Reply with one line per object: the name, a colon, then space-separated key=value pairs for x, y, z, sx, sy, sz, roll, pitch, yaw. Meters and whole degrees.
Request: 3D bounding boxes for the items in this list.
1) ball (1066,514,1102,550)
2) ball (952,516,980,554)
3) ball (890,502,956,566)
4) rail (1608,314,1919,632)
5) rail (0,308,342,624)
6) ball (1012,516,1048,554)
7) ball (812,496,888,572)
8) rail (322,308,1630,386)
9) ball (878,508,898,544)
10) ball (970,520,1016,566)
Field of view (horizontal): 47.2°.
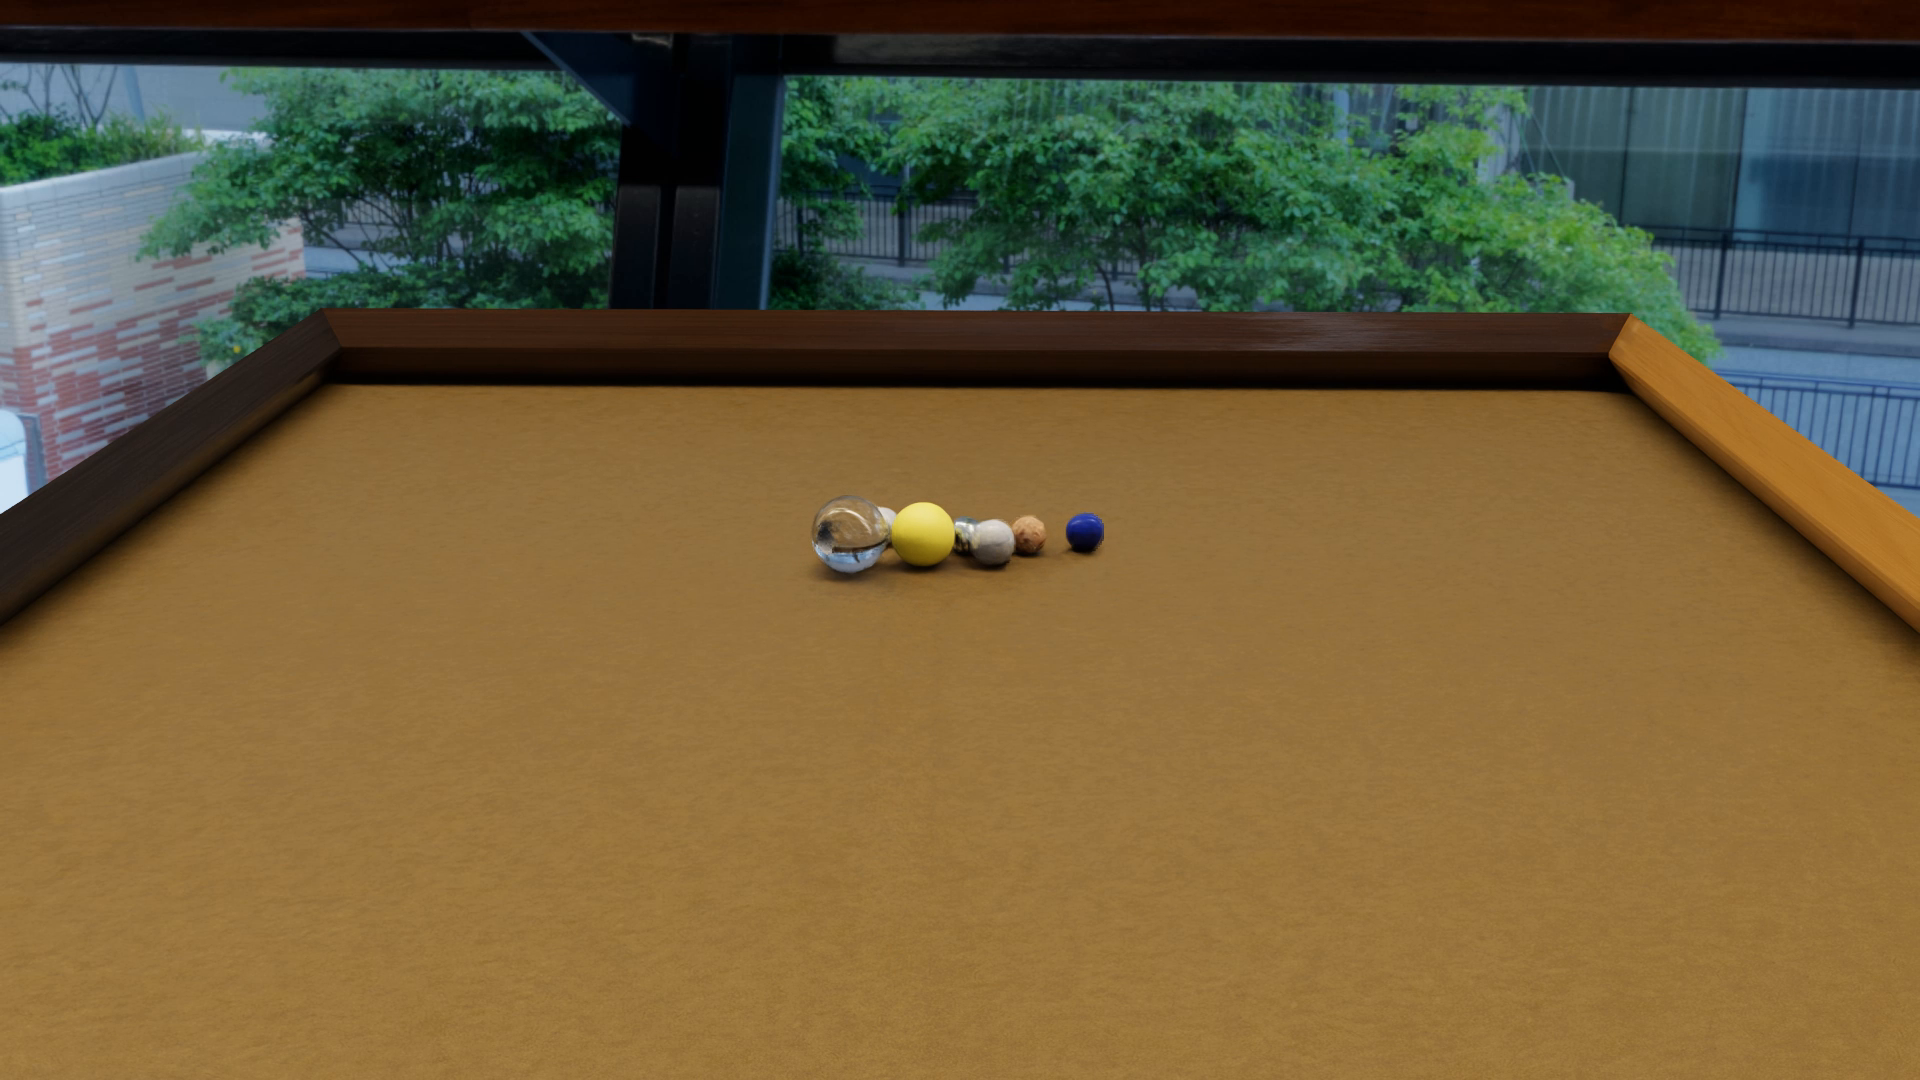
ball: x=0.160 y=-0.010 z=2.848 sx=0.048 sy=0.048 sz=0.048 roll=0 pitch=17 yaw=0
ball: x=0.008 y=-0.005 z=2.831 sx=0.049 sy=0.049 sz=0.049 roll=0 pitch=17 yaw=0
ball: x=-0.047 y=-0.007 z=2.779 sx=0.082 sy=0.082 sz=0.082 roll=0 pitch=17 yaw=0
rail: x=1.072 y=0.276 z=1.777 sx=0.045 sy=0.124 sz=4.111 roll=0 pitch=17 yaw=1
rail: x=-1.114 y=0.263 z=1.820 sx=0.045 sy=0.124 sz=4.111 roll=0 pitch=17 yaw=1
ball: x=0.088 y=-0.006 z=2.834 sx=0.048 sy=0.048 sz=0.048 roll=0 pitch=17 yaw=0
ball: x=-0.139 y=-0.007 z=2.755 sx=0.096 sy=0.096 sz=0.096 roll=0 pitch=17 yaw=0
rail: x=0.020 y=-0.324 z=3.741 sx=2.234 sy=0.124 sz=0.045 roll=0 pitch=17 yaw=1
ball: x=-0.102 y=-0.018 z=2.873 sx=0.049 sy=0.049 sz=0.049 roll=0 pitch=17 yaw=0
ball: x=0.041 y=0.003 z=2.786 sx=0.058 sy=0.058 sz=0.058 roll=0 pitch=17 yaw=0
